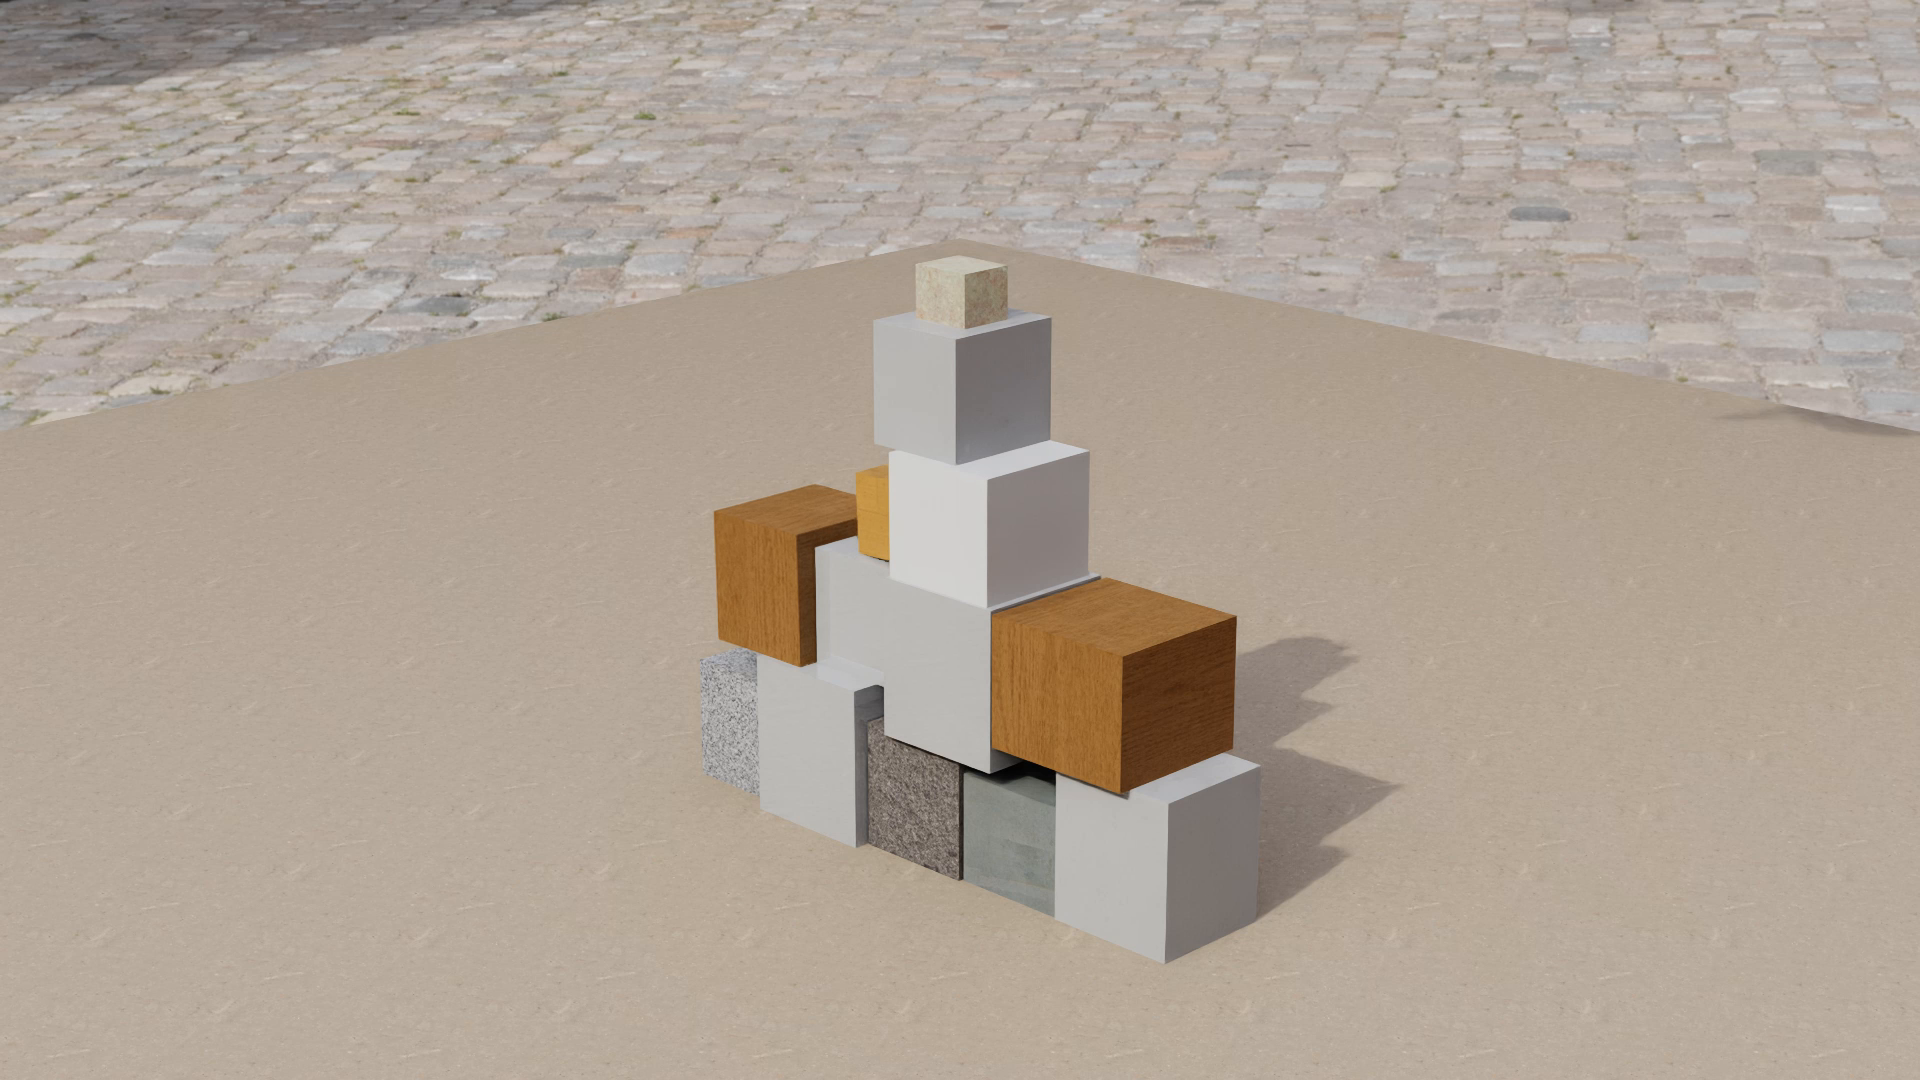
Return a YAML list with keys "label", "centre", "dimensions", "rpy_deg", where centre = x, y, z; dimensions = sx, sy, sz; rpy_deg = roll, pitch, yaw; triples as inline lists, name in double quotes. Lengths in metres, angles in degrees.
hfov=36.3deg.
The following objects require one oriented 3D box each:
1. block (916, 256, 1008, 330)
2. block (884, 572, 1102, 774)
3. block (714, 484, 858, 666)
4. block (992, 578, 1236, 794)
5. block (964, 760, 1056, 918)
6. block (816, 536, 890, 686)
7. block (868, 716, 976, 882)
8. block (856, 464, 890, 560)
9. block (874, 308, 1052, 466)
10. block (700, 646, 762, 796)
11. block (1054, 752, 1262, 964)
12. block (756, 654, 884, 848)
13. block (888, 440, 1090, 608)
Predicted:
- label: "block"
  centre: [0.007, -1.101, 13.003]
  dimensions: [0.269, 0.245, 0.307]
  rpy_deg: [-17, 24, -42]
- label: "block"
  centre: [0.146, 0.526, 13.353]
  dimensions: [0.716, 0.762, 0.677]
  rpy_deg: [-17, 24, -42]
- label: "block"
  centre: [-0.733, 0.160, 14.149]
  dimensions: [0.658, 0.647, 0.591]
  rpy_deg: [-17, 23, -42]
- label: "block"
  centre: [0.672, 0.623, 12.853]
  dimensions: [0.742, 0.619, 0.763]
  rpy_deg: [-17, 24, -42]
- label: "block"
  centre: [0.415, 1.306, 13.312]
  dimensions: [0.557, 0.525, 0.571]
  rpy_deg: [-17, 24, -42]
- label: "block"
  centre: [-0.295, 0.316, 13.769]
  dimensions: [0.505, 0.575, 0.576]
  rpy_deg: [-17, 24, -42]
- label: "block"
  centre: [-0.012, 1.140, 13.693]
  dimensions: [0.579, 0.614, 0.597]
  rpy_deg: [-17, 24, -42]
- label: "block"
  centre: [-0.213, -0.130, 13.551]
  dimensions: [0.354, 0.388, 0.388]
  rpy_deg: [-17, 21, -42]
- label: "block"
  centre: [0.012, -0.714, 13.130]
  dimensions: [0.606, 0.568, 0.517]
  rpy_deg: [-17, 24, -42]
- label: "block"
  centre: [-0.908, 0.879, 14.542]
  dimensions: [0.525, 0.603, 0.534]
  rpy_deg: [-17, 24, -42]
- label: "block"
  centre: [0.865, 1.330, 12.873]
  dimensions: [0.613, 0.742, 0.647]
  rpy_deg: [-17, 24, -42]
- label: "block"
  centre: [-0.466, 0.922, 14.107]
  dimensions: [0.741, 0.783, 0.677]
  rpy_deg: [-17, 24, -42]
- label: "block"
  centre: [0.131, -0.116, 13.148]
  dimensions: [0.653, 0.585, 0.613]
  rpy_deg: [-17, 24, -42]
